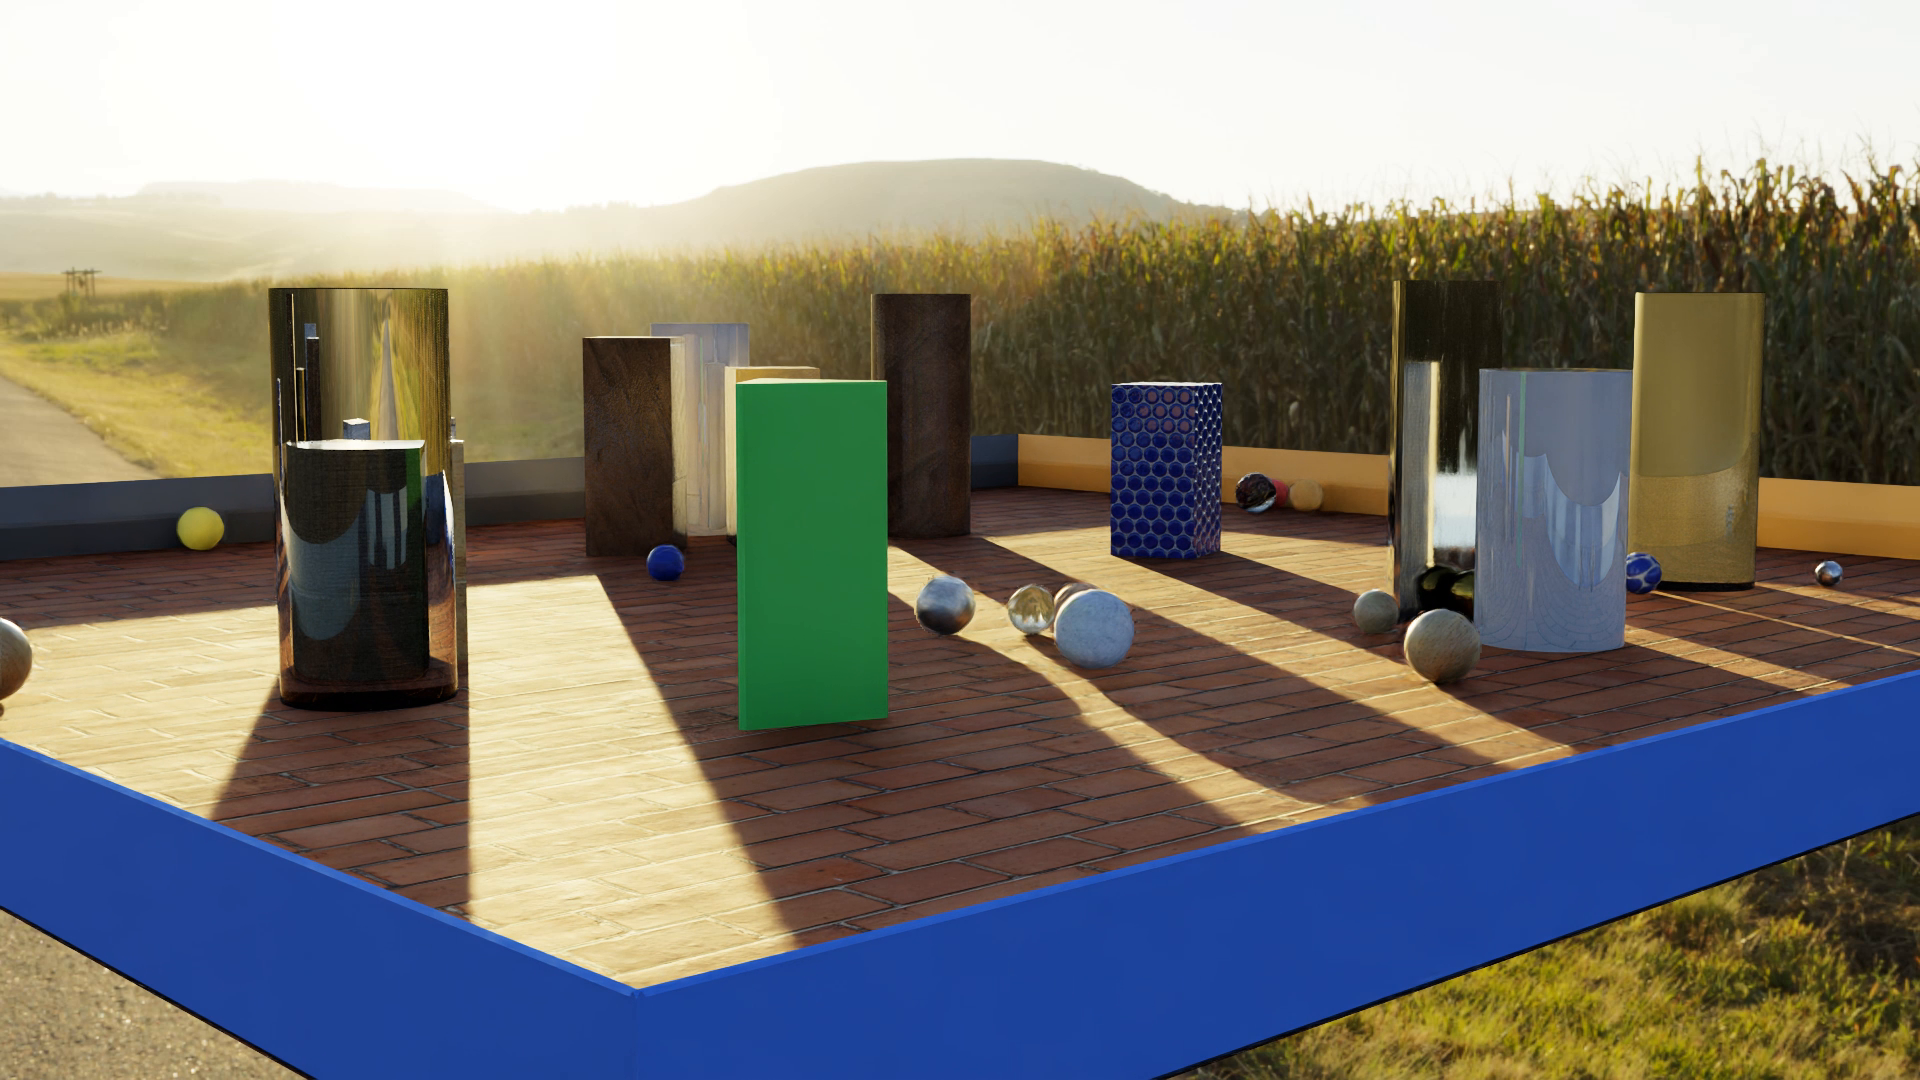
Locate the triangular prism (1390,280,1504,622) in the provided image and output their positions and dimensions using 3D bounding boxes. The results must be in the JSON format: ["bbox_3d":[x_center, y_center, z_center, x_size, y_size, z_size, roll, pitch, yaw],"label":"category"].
[{"bbox_3d":[0.677,-0.135,3.230,0.172,0.488,0.149,-2,6,-22],"label":"triangular prism"}]

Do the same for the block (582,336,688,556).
[{"bbox_3d":[-0.597,-0.175,4.057,0.159,0.396,0.159,0,6,2],"label":"block"}]

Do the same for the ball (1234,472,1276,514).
[{"bbox_3d":[0.651,-0.104,4.848,0.090,0.090,0.090,0,6,0],"label":"ball"}]

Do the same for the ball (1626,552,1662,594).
[{"bbox_3d":[1.070,0.052,3.464,0.067,0.067,0.067,0,6,0],"label":"ball"}]

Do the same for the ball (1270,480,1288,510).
[{"bbox_3d":[0.705,-0.103,4.944,0.068,0.068,0.068,0,6,0],"label":"ball"}]

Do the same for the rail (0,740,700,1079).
[{"bbox_3d":[-1.220,0.150,2.212,0.045,0.129,3.208,-5,8,-42],"label":"rail"}]

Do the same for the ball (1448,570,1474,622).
[{"bbox_3d":[0.739,0.080,3.151,0.076,0.076,0.076,0,6,0],"label":"ball"}]

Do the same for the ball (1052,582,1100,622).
[{"bbox_3d":[0.165,0.097,2.980,0.079,0.079,0.079,0,6,0],"label":"ball"}]

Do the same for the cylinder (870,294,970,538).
[{"bbox_3d":[-0.078,-0.251,4.391,0.199,0.478,0.199,0,6,0],"label":"cylinder"}]

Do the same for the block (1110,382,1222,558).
[{"bbox_3d":[0.381,-0.132,4.049,0.159,0.311,0.159,3,7,24],"label":"block"}]

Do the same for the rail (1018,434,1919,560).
[{"bbox_3d":[1.220,-0.083,4.451,0.045,0.129,3.208,-5,8,-42],"label":"rail"}]

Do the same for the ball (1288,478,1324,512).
[{"bbox_3d":[0.766,-0.098,4.864,0.077,0.077,0.077,0,6,0],"label":"ball"}]

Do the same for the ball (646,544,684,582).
[{"bbox_3d":[-0.485,0.038,3.628,0.062,0.062,0.062,0,6,0],"label":"ball"}]

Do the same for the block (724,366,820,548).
[{"bbox_3d":[-0.359,-0.161,4.208,0.159,0.337,0.159,-1,6,-13],"label":"block"}]

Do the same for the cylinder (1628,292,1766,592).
[{"bbox_3d":[1.192,-0.163,3.566,0.199,0.473,0.199,0,6,0],"label":"cylinder"}]

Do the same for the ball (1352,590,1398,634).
[{"bbox_3d":[0.574,0.099,3.039,0.061,0.061,0.061,0,6,0],"label":"ball"}]

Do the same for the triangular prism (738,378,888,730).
[{"bbox_3d":[-0.189,0.008,2.428,0.172,0.369,0.149,-3,7,-27],"label":"triangular prism"}]

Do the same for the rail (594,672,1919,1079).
[{"bbox_3d":[1.072,0.154,2.177,3.368,0.129,0.045,-5,8,-42],"label":"rail"}]

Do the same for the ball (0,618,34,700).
[{"bbox_3d":[-1.108,0.136,2.504,0.098,0.098,0.098,0,6,0],"label":"ball"}]

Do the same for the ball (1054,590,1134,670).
[{"bbox_3d":[0.167,0.111,2.739,0.099,0.099,0.099,0,6,0],"label":"ball"}]

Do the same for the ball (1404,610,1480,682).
[{"bbox_3d":[0.579,0.127,2.642,0.088,0.088,0.088,0,6,0],"label":"ball"}]

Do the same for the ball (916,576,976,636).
[{"bbox_3d":[-0.020,0.090,3.028,0.082,0.082,0.082,0,6,0],"label":"ball"}]

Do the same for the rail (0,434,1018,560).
[{"bbox_3d":[-1.072,-0.087,4.487,3.368,0.129,0.045,-5,8,-42],"label":"rail"}]

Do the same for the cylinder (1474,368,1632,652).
[{"bbox_3d":[0.796,-0.045,2.957,0.199,0.366,0.199,0,6,0],"label":"cylinder"}]

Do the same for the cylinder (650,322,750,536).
[{"bbox_3d":[-0.524,-0.228,4.447,0.199,0.420,0.199,0,6,0],"label":"cylinder"}]

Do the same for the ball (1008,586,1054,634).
[{"bbox_3d":[0.099,0.097,3.035,0.067,0.067,0.067,0,6,0],"label":"ball"}]

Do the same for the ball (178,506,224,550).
[{"bbox_3d":[-1.415,-0.021,4.097,0.082,0.082,0.082,0,6,0],"label":"ball"}]

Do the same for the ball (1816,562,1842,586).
[{"bbox_3d":[1.407,0.055,3.562,0.041,0.041,0.041,0,6,0],"label":"ball"}]

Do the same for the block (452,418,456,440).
[{"bbox_3d":[-0.986,-0.081,3.826,0.159,0.258,0.159,2,6,16],"label":"block"}]

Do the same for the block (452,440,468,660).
[{"bbox_3d":[-0.743,0.014,2.803,0.159,0.280,0.159,6,8,43],"label":"block"}]

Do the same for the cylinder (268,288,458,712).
[{"bbox_3d":[-0.684,-0.052,2.524,0.199,0.469,0.199,0,6,0],"label":"cylinder"}]
